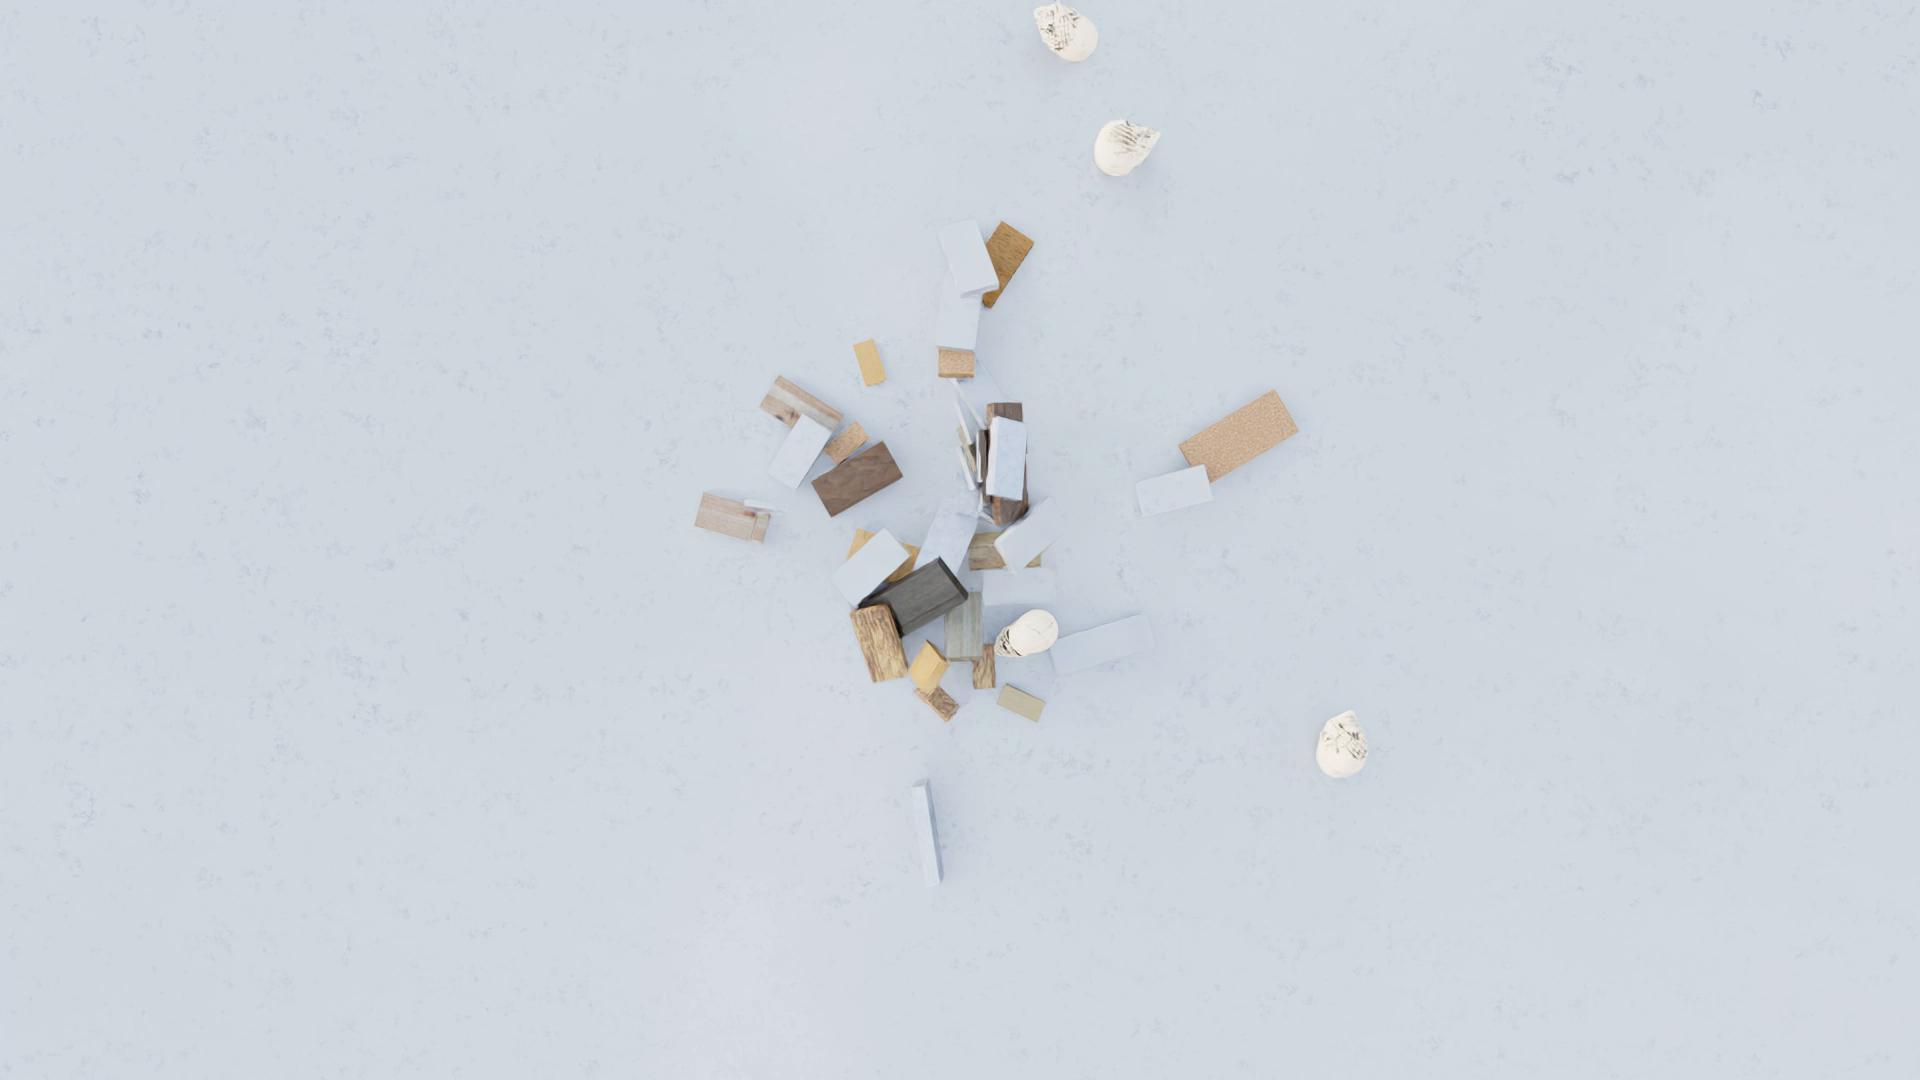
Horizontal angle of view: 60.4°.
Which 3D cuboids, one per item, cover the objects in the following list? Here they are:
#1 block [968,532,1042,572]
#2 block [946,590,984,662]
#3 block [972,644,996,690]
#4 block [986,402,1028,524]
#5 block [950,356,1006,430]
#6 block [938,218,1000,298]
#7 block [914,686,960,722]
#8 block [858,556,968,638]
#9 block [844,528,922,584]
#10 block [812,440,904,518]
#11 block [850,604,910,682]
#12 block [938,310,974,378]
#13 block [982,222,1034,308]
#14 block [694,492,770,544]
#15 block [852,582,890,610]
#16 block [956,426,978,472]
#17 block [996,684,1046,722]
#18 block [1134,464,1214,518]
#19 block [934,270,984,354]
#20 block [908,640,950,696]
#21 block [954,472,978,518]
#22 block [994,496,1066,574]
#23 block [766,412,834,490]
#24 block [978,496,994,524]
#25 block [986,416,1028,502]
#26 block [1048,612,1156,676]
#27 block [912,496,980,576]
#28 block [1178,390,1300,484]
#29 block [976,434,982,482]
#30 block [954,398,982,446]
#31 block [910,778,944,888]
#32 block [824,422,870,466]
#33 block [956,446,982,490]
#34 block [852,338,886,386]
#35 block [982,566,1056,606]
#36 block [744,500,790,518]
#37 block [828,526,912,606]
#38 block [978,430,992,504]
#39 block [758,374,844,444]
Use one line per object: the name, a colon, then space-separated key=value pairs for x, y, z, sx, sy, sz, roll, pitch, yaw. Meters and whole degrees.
block: x=0.146 y=0.034 z=5.466 sx=0.238 sy=0.034 sz=0.119 roll=-4 pitch=74 yaw=-1
block: x=0.013 y=0.283 z=5.427 sx=0.119 sy=0.034 sz=0.239 roll=-2 pitch=61 yaw=0
block: x=0.080 y=0.421 z=5.489 sx=0.075 sy=0.021 sz=0.149 roll=-2 pitch=90 yaw=0
block: x=0.157 y=-0.251 z=5.393 sx=0.126 sy=0.036 sz=0.395 roll=-4 pitch=90 yaw=-42
block: x=0.072 y=-0.478 z=5.459 sx=0.117 sy=0.033 sz=0.235 roll=-32 pitch=90 yaw=-26
block: x=0.026 y=-0.926 z=5.426 sx=0.130 sy=0.037 sz=0.260 roll=-17 pitch=69 yaw=-7
block: x=-0.075 y=0.528 z=5.465 sx=0.149 sy=0.021 sz=0.075 roll=44 pitch=49 yaw=0
block: x=-0.153 y=0.201 z=5.394 sx=0.328 sy=0.046 sz=0.164 roll=-30 pitch=108 yaw=22
block: x=-0.230 y=0.070 z=5.455 sx=0.276 sy=0.039 sz=0.138 roll=18 pitch=80 yaw=5
block: x=-0.341 y=-0.201 z=5.480 sx=0.276 sy=0.039 sz=0.138 roll=-30 pitch=90 yaw=0
block: x=-0.263 y=0.340 z=5.427 sx=0.127 sy=0.036 sz=0.254 roll=-13 pitch=109 yaw=16
block: x=-0.011 y=-0.645 z=5.438 sx=0.117 sy=0.033 sz=0.235 roll=0 pitch=67 yaw=0
block: x=0.121 y=-0.915 z=5.482 sx=0.130 sy=0.037 sz=0.260 roll=33 pitch=90 yaw=0
block: x=-0.754 y=-0.072 z=5.484 sx=0.232 sy=0.033 sz=0.116 roll=16 pitch=90 yaw=0
block: x=-0.227 y=0.168 z=5.484 sx=0.275 sy=0.033 sz=0.116 roll=-9 pitch=90 yaw=0
block: x=0.050 y=-0.307 z=5.455 sx=0.079 sy=0.022 sz=0.158 roll=-15 pitch=80 yaw=-43
block: x=0.204 y=0.542 z=5.489 sx=0.149 sy=0.021 sz=0.075 roll=25 pitch=90 yaw=0
block: x=0.707 y=-0.163 z=5.456 sx=0.238 sy=0.034 sz=0.119 roll=-15 pitch=93 yaw=12
block: x=0.001 y=-0.749 z=5.418 sx=0.130 sy=0.037 sz=0.260 roll=8 pitch=78 yaw=3
block: x=-0.102 y=0.411 z=5.302 sx=0.034 sy=0.238 sz=0.119 roll=31 pitch=93 yaw=-16
block: x=0.022 y=-0.148 z=5.448 sx=0.076 sy=0.022 sz=0.152 roll=6 pitch=62 yaw=-11
block: x=0.231 y=-0.016 z=5.400 sx=0.254 sy=0.036 sz=0.127 roll=-41 pitch=118 yaw=-27
block: x=-0.530 y=-0.292 z=5.459 sx=0.116 sy=0.033 sz=0.232 roll=33 pitch=102 yaw=0
block: x=0.106 y=-0.134 z=5.433 sx=0.076 sy=0.022 sz=0.152 roll=33 pitch=51 yaw=-27
block: x=0.152 y=-0.262 z=5.340 sx=0.126 sy=0.036 sz=0.253 roll=11 pitch=80 yaw=-41
block: x=0.469 y=0.346 z=5.483 sx=0.339 sy=0.034 sz=0.119 roll=-17 pitch=90 yaw=0
block: x=-0.042 y=0.008 z=5.428 sx=0.138 sy=0.039 sz=0.276 roll=23 pitch=75 yaw=0
block: x=0.924 y=-0.338 z=5.477 sx=0.365 sy=0.046 sz=0.164 roll=-30 pitch=90 yaw=0
block: x=0.092 y=-0.268 z=5.424 sx=0.079 sy=0.022 sz=0.158 roll=1 pitch=85 yaw=-42
block: x=0.038 y=-0.394 z=5.452 sx=0.079 sy=0.022 sz=0.158 roll=-10 pitch=76 yaw=-38
block: x=-0.106 y=0.960 z=5.417 sx=0.046 sy=0.164 sz=0.328 roll=-9 pitch=90 yaw=4
block: x=-0.376 y=-0.322 z=5.490 sx=0.145 sy=0.021 sz=0.072 roll=-42 pitch=90 yaw=0
block: x=0.043 y=-0.242 z=5.455 sx=0.022 sy=0.076 sz=0.152 roll=-25 pitch=80 yaw=42
block: x=-0.300 y=-0.590 z=5.490 sx=0.072 sy=0.021 sz=0.145 roll=-18 pitch=90 yaw=0
block: x=0.193 y=0.152 z=5.483 sx=0.239 sy=0.034 sz=0.119 roll=-3 pitch=90 yaw=0
block: x=-0.636 y=-0.104 z=5.431 sx=0.145 sy=0.072 sz=0.021 roll=7 pitch=74 yaw=-3
block: x=-0.295 y=0.087 z=5.406 sx=0.254 sy=0.036 sz=0.127 roll=-42 pitch=90 yaw=10
block: x=0.121 y=-0.242 z=5.407 sx=0.117 sy=0.033 sz=0.242 roll=-5 pitch=91 yaw=-42
block: x=-0.526 y=-0.428 z=5.482 sx=0.253 sy=0.036 sz=0.126 roll=32 pitch=90 yaw=0
